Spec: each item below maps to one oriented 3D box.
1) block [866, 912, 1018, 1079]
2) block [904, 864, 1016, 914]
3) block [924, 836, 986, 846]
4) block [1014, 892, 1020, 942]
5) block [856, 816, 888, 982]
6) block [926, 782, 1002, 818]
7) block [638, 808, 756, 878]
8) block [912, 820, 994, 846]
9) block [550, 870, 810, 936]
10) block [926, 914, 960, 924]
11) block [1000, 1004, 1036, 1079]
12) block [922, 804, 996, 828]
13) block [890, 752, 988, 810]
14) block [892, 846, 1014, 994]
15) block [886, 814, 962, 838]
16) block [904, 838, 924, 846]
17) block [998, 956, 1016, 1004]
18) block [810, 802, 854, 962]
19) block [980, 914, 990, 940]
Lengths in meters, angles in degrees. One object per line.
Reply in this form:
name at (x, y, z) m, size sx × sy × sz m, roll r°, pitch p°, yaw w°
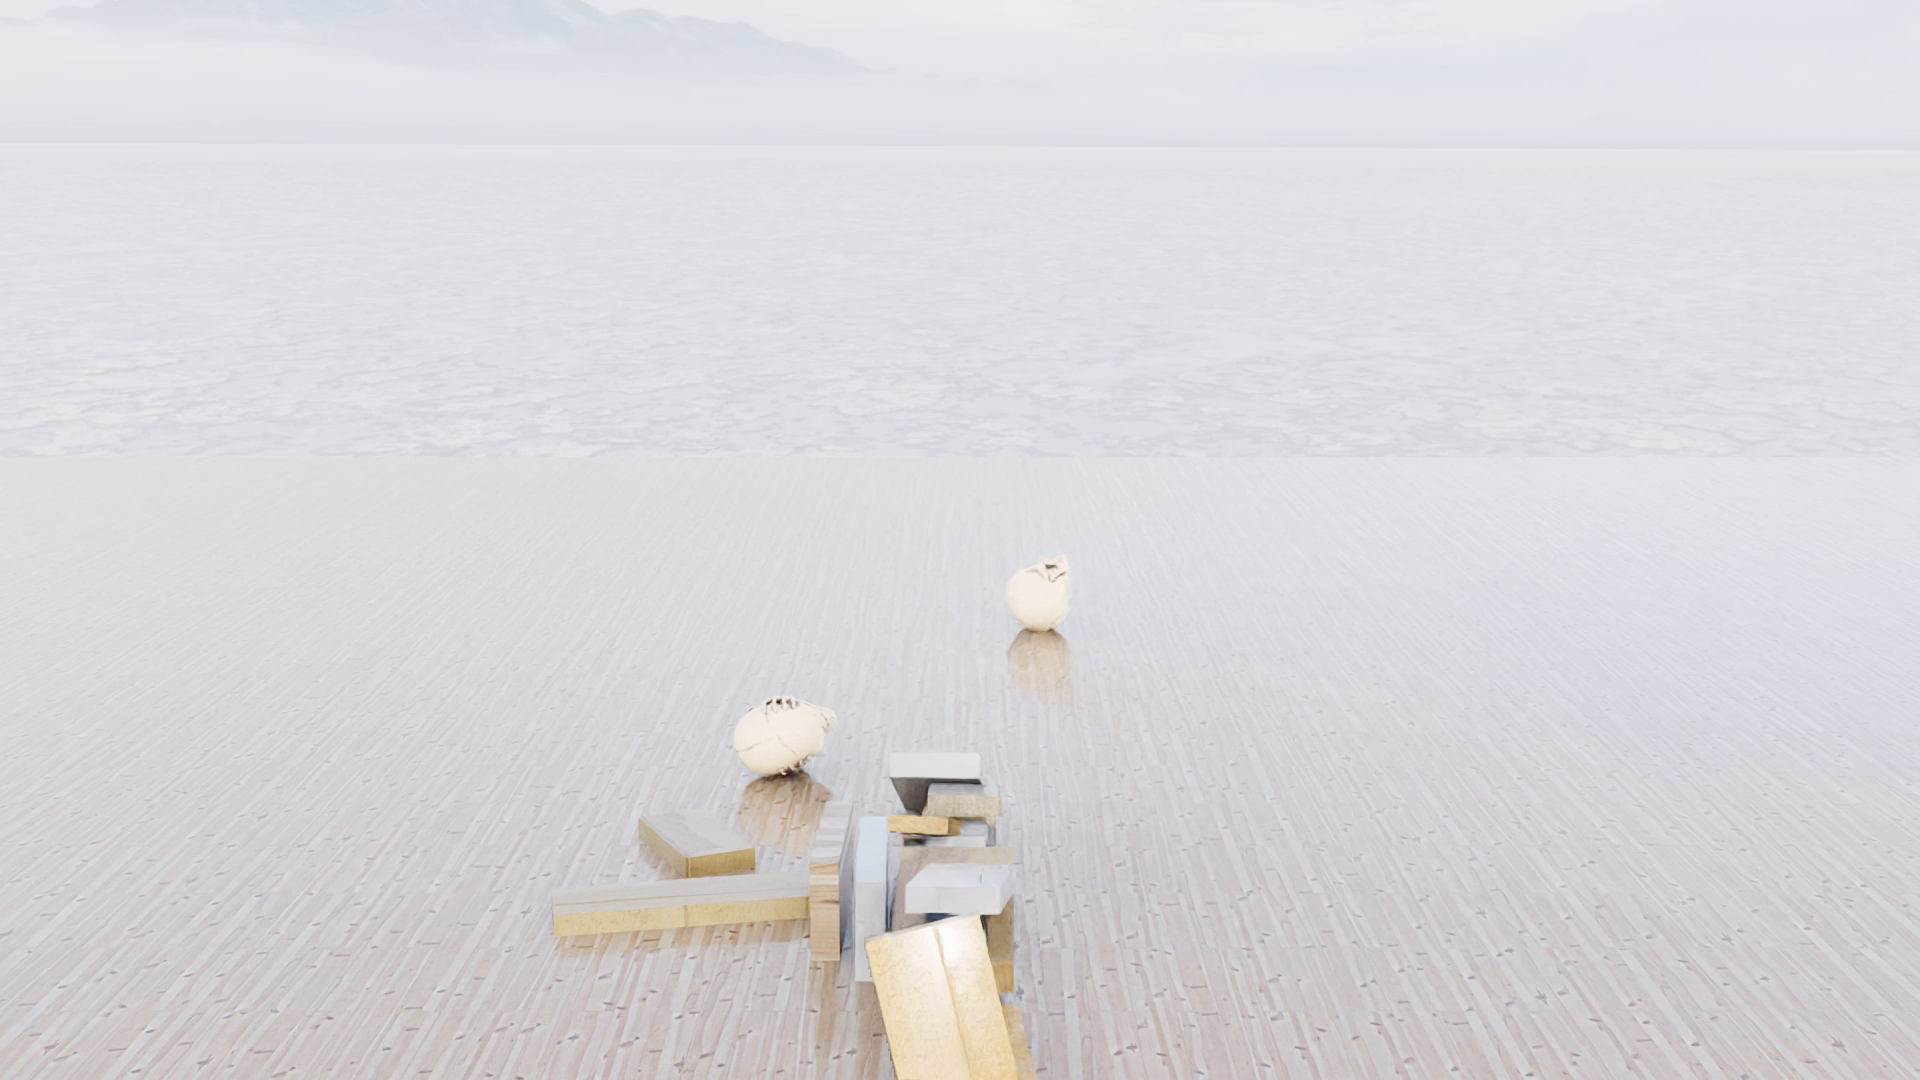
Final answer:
block at (-0.013, 0.595, 2.614) m, size 0.138 × 0.276 × 0.039 m, roll -13°, pitch -2°, yaw -4°
block at (0.004, 0.484, 3.065) m, size 0.127 × 0.036 × 0.254 m, roll 0°, pitch -1°, yaw 7°
block at (-0.004, 0.526, 3.588) m, size 0.096 × 0.027 × 0.192 m, roll -1°, pitch -25°, yaw 2°
block at (0.000, 0.565, 3.411) m, size 0.171 × 0.048 × 0.342 m, roll 0°, pitch 1°, yaw -1°
block at (-0.137, 0.555, 3.428) m, size 0.044 × 0.157 × 0.314 m, roll 0°, pitch 11°, yaw -1°
block at (0.009, 0.441, 3.735) m, size 0.124 × 0.035 × 0.247 m, roll 1°, pitch -2°, yaw 1°
block at (-0.466, 0.533, 3.879) m, size 0.127 × 0.036 × 0.254 m, roll -5°, pitch 12°, yaw -26°
block at (-0.010, 0.507, 3.767) m, size 0.124 × 0.035 × 0.247 m, roll 1°, pitch -12°, yaw 3°
block at (-0.446, 0.589, 3.575) m, size 0.425 × 0.036 × 0.127 m, roll -2°, pitch 11°, yaw -12°
block at (-0.011, 0.518, 2.946) m, size 0.071 × 0.020 × 0.142 m, roll -1°, pitch 4°, yaw 0°
block at (0.020, 0.678, 2.865) m, size 0.138 × 0.039 × 0.276 m, roll 1°, pitch 10°, yaw -4°
block at (0.000, 0.490, 3.919) m, size 0.124 × 0.035 × 0.247 m, roll 1°, pitch -6°, yaw 1°
block at (-0.033, 0.438, 3.971) m, size 0.157 × 0.044 × 0.314 m, roll 0°, pitch -17°, yaw 4°
block at (-0.007, 0.542, 3.168) m, size 0.171 × 0.048 × 0.342 m, roll 0°, pitch 19°, yaw 2°
block at (-0.056, 0.462, 3.551) m, size 0.096 × 0.027 × 0.192 m, roll 3°, pitch -8°, yaw 7°
block at (-0.024, 0.528, 3.703) m, size 0.096 × 0.027 × 0.192 m, roll -2°, pitch -14°, yaw 13°
block at (-0.005, 0.622, 3.229) m, size 0.171 × 0.048 × 0.342 m, roll 0°, pitch 3°, yaw 1°
block at (-0.203, 0.539, 3.511) m, size 0.044 × 0.157 × 0.314 m, roll 0°, pitch 11°, yaw 1°
block at (0.003, 0.527, 3.048) m, size 0.071 × 0.020 × 0.142 m, roll 0°, pitch 11°, yaw 3°
